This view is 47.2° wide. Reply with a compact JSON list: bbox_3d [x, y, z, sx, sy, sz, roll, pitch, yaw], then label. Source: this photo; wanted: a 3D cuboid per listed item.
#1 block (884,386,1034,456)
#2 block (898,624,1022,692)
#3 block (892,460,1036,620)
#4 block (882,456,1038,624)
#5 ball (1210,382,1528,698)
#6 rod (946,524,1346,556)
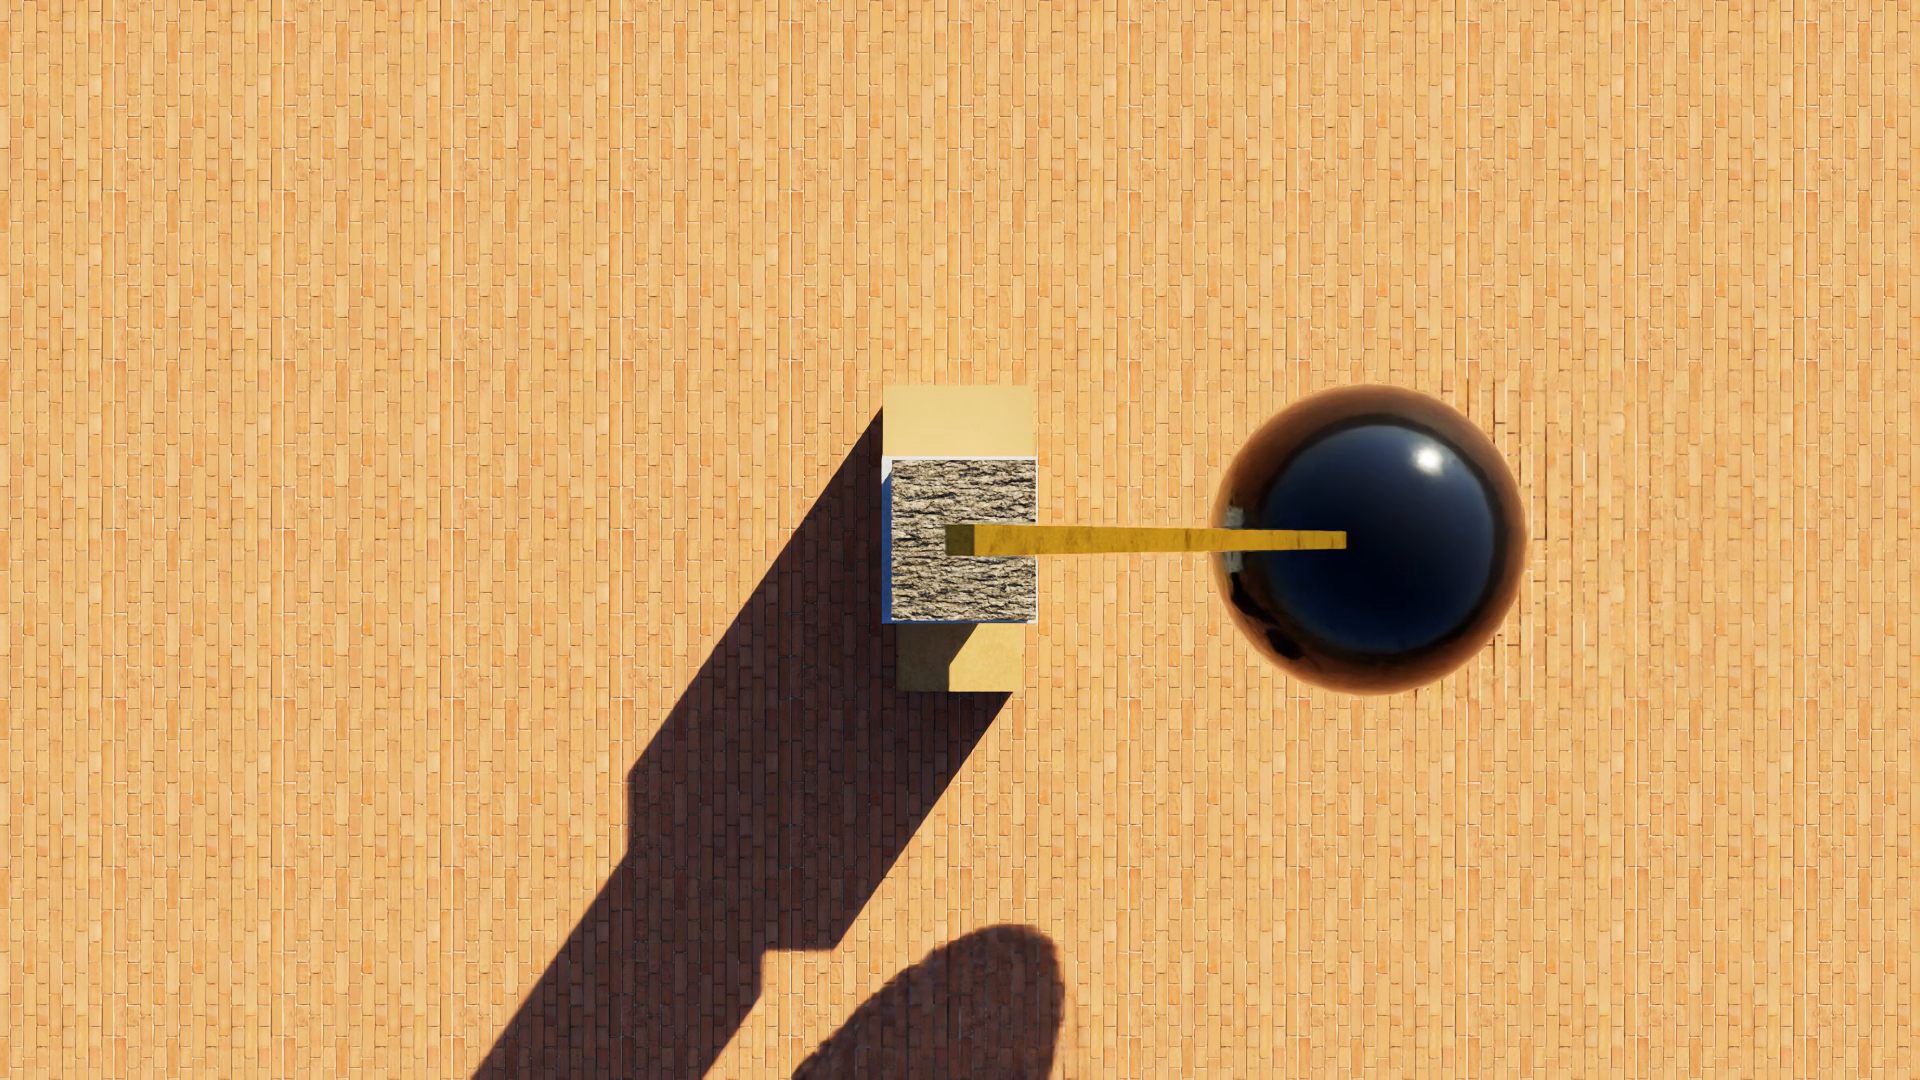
[{"bbox_3d":[-0.010,-0.405,12.546,0.826,0.908,0.890,0,90,0],"label":"block"},{"bbox_3d":[0.002,0.450,12.679,0.692,0.642,0.799,0,90,0],"label":"block"},{"bbox_3d":[0.019,0.000,10.972,0.699,0.621,0.778,0,90,0],"label":"block"},{"bbox_3d":[-0.003,0.000,11.687,0.797,0.810,0.856,0,90,0],"label":"block"},{"bbox_3d":[2.074,0.000,11.227,1.600,1.600,1.600,0,90,0],"label":"ball"},{"bbox_3d":[0.899,0.000,8.036,0.080,5.200,0.080,0,90,20],"label":"rod"}]
